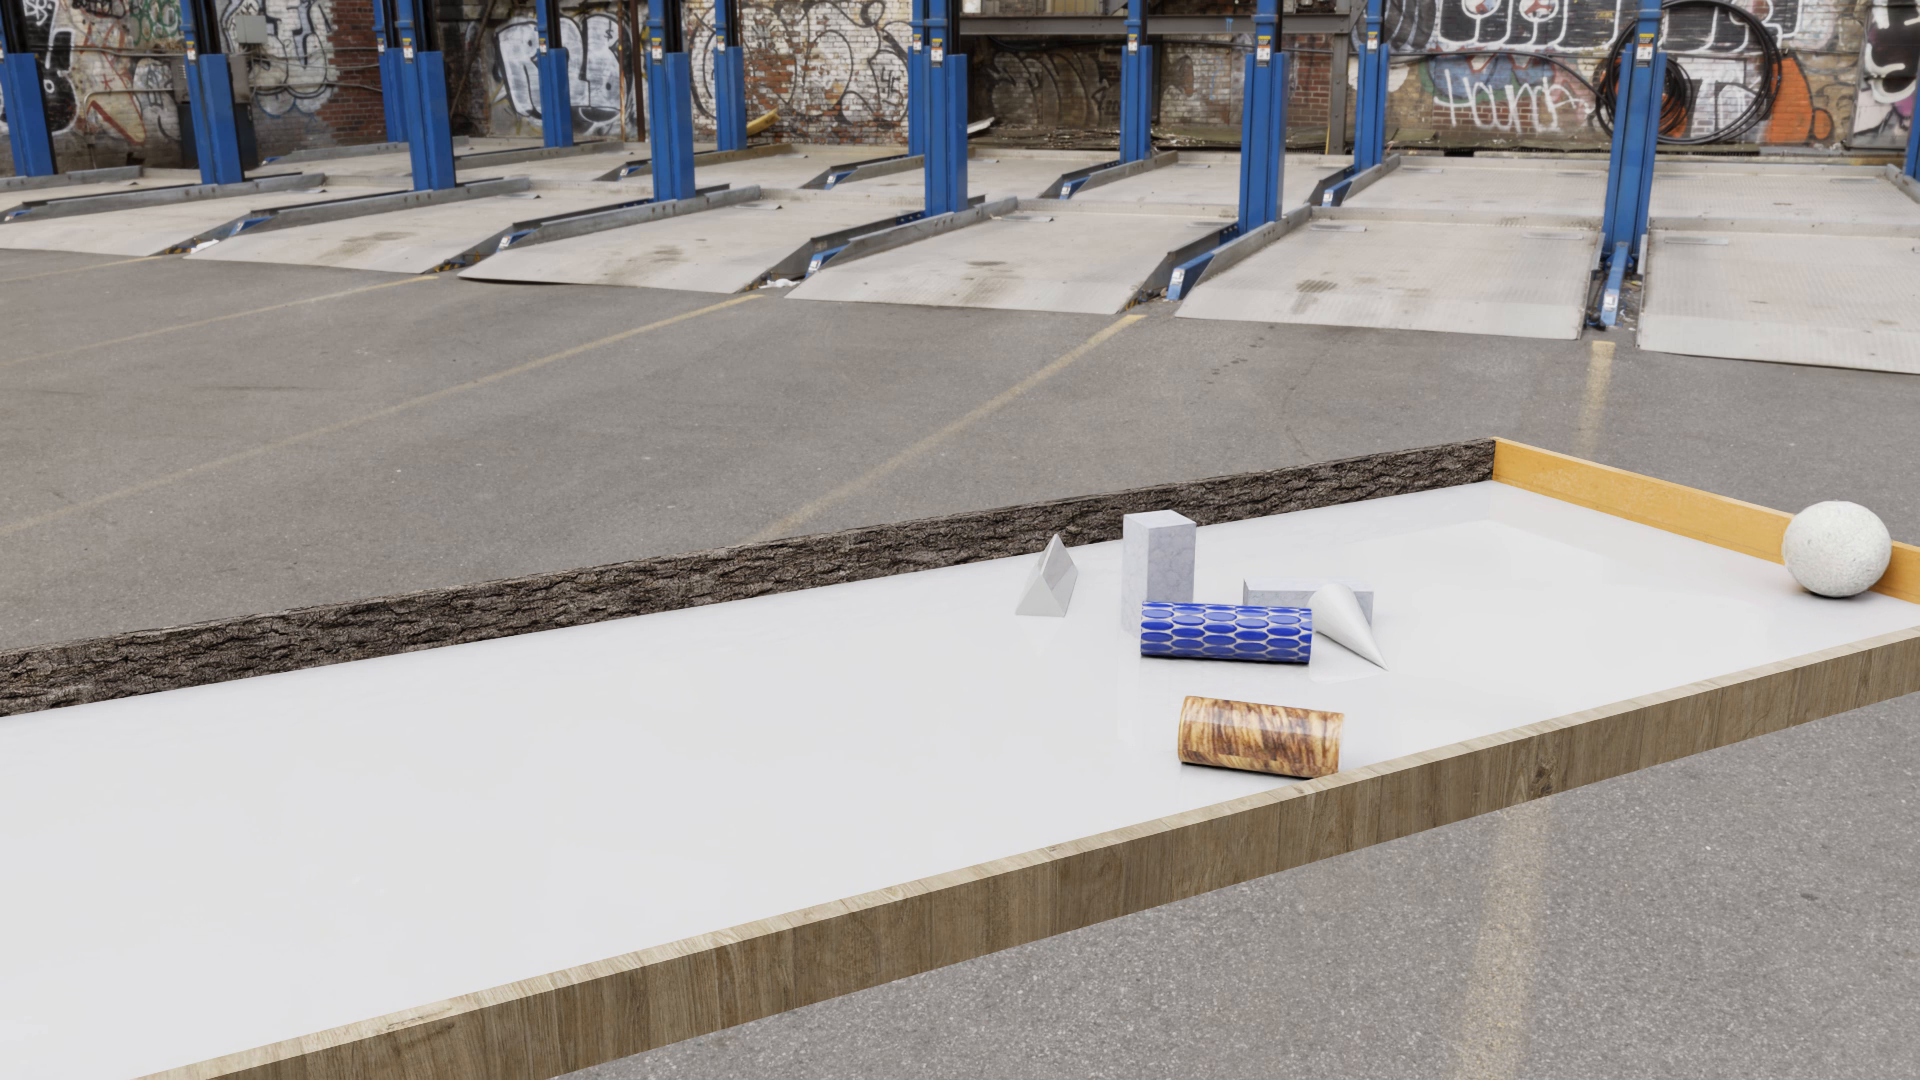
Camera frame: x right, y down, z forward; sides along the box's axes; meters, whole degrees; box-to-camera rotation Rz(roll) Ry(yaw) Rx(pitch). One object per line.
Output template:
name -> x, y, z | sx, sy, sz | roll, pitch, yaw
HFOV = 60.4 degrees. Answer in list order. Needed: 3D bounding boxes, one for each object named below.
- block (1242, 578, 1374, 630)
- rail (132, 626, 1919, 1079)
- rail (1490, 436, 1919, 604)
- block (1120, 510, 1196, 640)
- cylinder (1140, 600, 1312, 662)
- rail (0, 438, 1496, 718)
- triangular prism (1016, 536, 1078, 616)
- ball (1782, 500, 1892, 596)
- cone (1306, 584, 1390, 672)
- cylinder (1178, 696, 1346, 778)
block -> 0.960, 0.175, 4.564 | 0.339, 0.110, 0.110 | 0, 16, 2
rail -> -2.336, 1.006, 1.665 | 12.000, 0.150, 0.050 | -9, 18, -27
rail -> 2.466, -0.048, 5.253 | 0.050, 0.150, 2.100 | -9, 18, -27
block -> 0.534, 0.098, 4.452 | 0.142, 0.322, 0.142 | -6, 18, -21
cylinder -> 0.690, 0.238, 4.293 | 0.432, 0.141, 0.141 | 2, 17, 8
rail -> -3.305, 0.497, 3.399 | 12.000, 0.150, 0.050 | -9, 18, -27
triangular prism -> 0.257, 0.095, 4.808 | 0.137, 0.119, 0.416 | 3, 17, 9
ball -> 2.536, 0.024, 4.776 | 0.280, 0.280, 0.280 | 0, 16, 0
cone -> 1.051, 0.260, 4.342 | 0.149, 0.149, 0.328 | -5, 30, -16
cylinder -> 0.662, 0.434, 3.618 | 0.344, 0.148, 0.148 | 5, 17, 17
